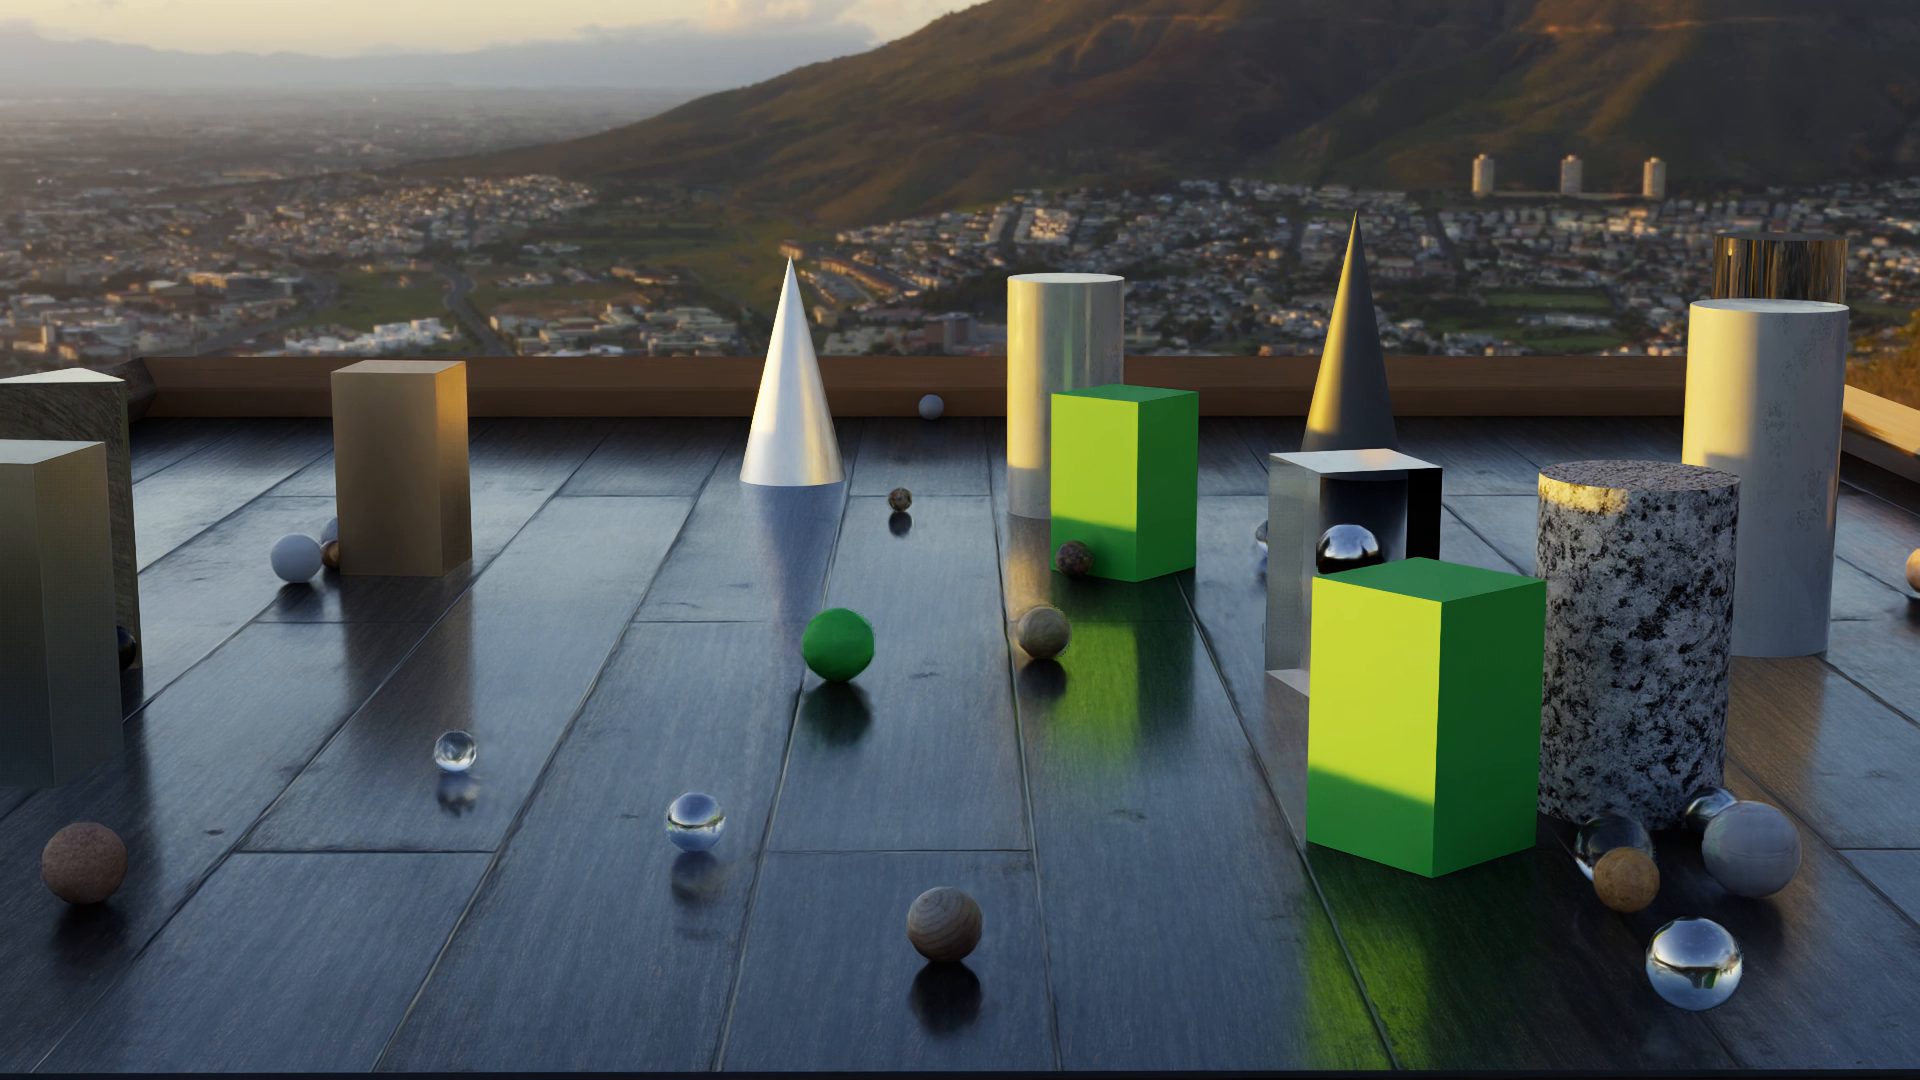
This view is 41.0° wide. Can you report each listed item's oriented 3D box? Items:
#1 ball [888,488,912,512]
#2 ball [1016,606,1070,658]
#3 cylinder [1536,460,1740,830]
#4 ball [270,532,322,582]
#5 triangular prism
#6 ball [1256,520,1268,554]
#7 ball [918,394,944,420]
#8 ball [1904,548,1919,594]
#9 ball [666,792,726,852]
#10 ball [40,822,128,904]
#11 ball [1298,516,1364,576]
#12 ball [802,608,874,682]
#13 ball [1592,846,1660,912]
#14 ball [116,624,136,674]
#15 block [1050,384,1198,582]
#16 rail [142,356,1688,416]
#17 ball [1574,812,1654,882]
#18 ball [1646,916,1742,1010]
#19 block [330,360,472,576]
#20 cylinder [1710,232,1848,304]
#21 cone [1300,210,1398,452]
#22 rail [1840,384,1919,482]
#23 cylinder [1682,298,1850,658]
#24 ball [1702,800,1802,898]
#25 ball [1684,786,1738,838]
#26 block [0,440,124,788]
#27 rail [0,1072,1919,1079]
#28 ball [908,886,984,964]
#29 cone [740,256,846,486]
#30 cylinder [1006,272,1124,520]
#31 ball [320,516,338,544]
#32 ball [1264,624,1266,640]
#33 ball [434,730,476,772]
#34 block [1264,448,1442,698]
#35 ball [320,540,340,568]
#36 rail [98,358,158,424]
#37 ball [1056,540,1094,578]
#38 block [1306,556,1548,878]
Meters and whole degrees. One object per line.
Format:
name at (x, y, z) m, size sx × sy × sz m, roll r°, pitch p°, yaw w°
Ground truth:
ball at (-0.098, -0.067, 4.211) m, size 0.040 × 0.040 × 0.040 m, roll 0°, pitch 11°, yaw 0°
ball at (0.103, 0.115, 3.170) m, size 0.065 × 0.065 × 0.065 m, roll 0°, pitch 11°, yaw 0°
cylinder at (0.661, 0.099, 2.527) m, size 0.190 × 0.331 × 0.190 m, roll 0°, pitch 11°, yaw 0°
ball at (-0.940, 0.025, 3.634) m, size 0.071 × 0.071 × 0.071 m, roll 0°, pitch 11°, yaw 0°
triangular prism at (-1.089, -0.028, 3.155) m, size 0.164 × 0.351 × 0.142 m, roll -1°, pitch 11°, yaw -7°
ball at (0.471, -0.005, 3.835) m, size 0.056 × 0.056 × 0.056 m, roll 0°, pitch 11°, yaw 0°
ball at (-0.059, -0.274, 5.287) m, size 0.053 × 0.053 × 0.053 m, roll 0°, pitch 11°, yaw 0°
ball at (1.342, 0.042, 3.541) m, size 0.071 × 0.071 × 0.071 m, roll 0°, pitch 11°, yaw 0°
ball at (-0.247, 0.263, 2.396) m, size 0.056 × 0.056 × 0.056 m, roll 0°, pitch 11°, yaw 0°
ball at (-0.767, 0.283, 2.246) m, size 0.072 × 0.072 × 0.072 m, roll 0°, pitch 11°, yaw 0°
ball at (0.526, 0.012, 3.644) m, size 0.093 × 0.093 × 0.093 m, roll 0°, pitch 11°, yaw 0°
ball at (-0.145, 0.125, 3.053) m, size 0.087 × 0.087 × 0.087 m, roll 0°, pitch 11°, yaw 0°
ball at (0.578, 0.295, 2.226) m, size 0.057 × 0.057 × 0.057 m, roll 0°, pitch 11°, yaw 0°
ball at (-1.022, 0.132, 3.084) m, size 0.062 × 0.062 × 0.062 m, roll 0°, pitch 11°, yaw 0°
block at (0.238, -0.086, 3.720) m, size 0.152 × 0.257 × 0.152 m, roll 9°, pitch 14°, yaw 38°
rail at (-0.011, -0.316, 5.314) m, size 3.375 × 0.123 × 0.045 m, roll 0°, pitch 11°, yaw 0°
ball at (0.583, 0.277, 2.288) m, size 0.068 × 0.068 × 0.068 m, roll 0°, pitch 11°, yaw 0°
ball at (0.571, 0.329, 1.996) m, size 0.073 × 0.073 × 0.073 m, roll 0°, pitch 11°, yaw 0°
block at (-0.810, -0.107, 3.735) m, size 0.152 × 0.293 × 0.152 m, roll 1°, pitch 11°, yaw 5°
cylinder at (1.207, -0.214, 3.814) m, size 0.190 × 0.474 × 0.190 m, roll 0°, pitch 11°, yaw 0°
cone at (0.709, -0.363, 4.627) m, size 0.190 × 0.469 × 0.190 m, roll 0°, pitch 11°, yaw 0°
rail at (1.664, 0.030, 3.459) m, size 0.045 × 0.123 × 3.841 m, roll 0°, pitch 11°, yaw 0°
cylinder at (1.008, -0.082, 3.234) m, size 0.190 × 0.428 × 0.190 m, roll 0°, pitch 11°, yaw 0°
ball at (0.699, 0.273, 2.265) m, size 0.085 × 0.085 × 0.085 m, roll 0°, pitch 11°, yaw 0°
ball at (0.712, 0.259, 2.428) m, size 0.052 × 0.052 × 0.052 m, roll 0°, pitch 11°, yaw 0°
block at (-0.983, 0.073, 2.661) m, size 0.152 × 0.334 × 0.152 m, roll 2°, pitch 11°, yaw 8°
rail at (0.011, 0.379, 1.585) m, size 3.375 × 0.123 × 0.045 m, roll 0°, pitch 11°, yaw 0°
ball at (-0.012, 0.315, 2.101) m, size 0.062 × 0.062 × 0.062 m, roll 0°, pitch 11°, yaw 0°
cone at (-0.296, -0.305, 4.522) m, size 0.190 × 0.395 × 0.190 m, roll 0°, pitch 11°, yaw 0°
cylinder at (0.172, -0.237, 4.193) m, size 0.190 × 0.382 × 0.190 m, roll 0°, pitch 11°, yaw 0°
ball at (-0.923, -0.006, 3.823) m, size 0.062 × 0.062 × 0.062 m, roll 0°, pitch 11°, yaw 0°
ball at (0.410, 0.114, 3.151) m, size 0.073 × 0.073 × 0.073 m, roll 0°, pitch 11°, yaw 0°
ball at (-0.524, 0.219, 2.665) m, size 0.044 × 0.044 × 0.044 m, roll 0°, pitch 11°, yaw 0°
block at (0.463, 0.037, 3.033) m, size 0.152 × 0.266 × 0.152 m, roll -3°, pitch 11°, yaw -15°
ball at (-0.910, 0.020, 3.736) m, size 0.043 × 0.043 × 0.043 m, roll 0°, pitch 11°, yaw 0°
rail at (-1.664, 0.033, 3.440) m, size 0.045 × 0.123 × 3.841 m, roll 0°, pitch 11°, yaw 0°
ball at (0.164, 0.027, 3.668) m, size 0.054 × 0.054 × 0.054 m, roll 0°, pitch 11°, yaw 0°
block at (0.435, 0.161, 2.401) m, size 0.152 × 0.255 × 0.152 m, roll -9°, pitch 14°, yaw -40°
